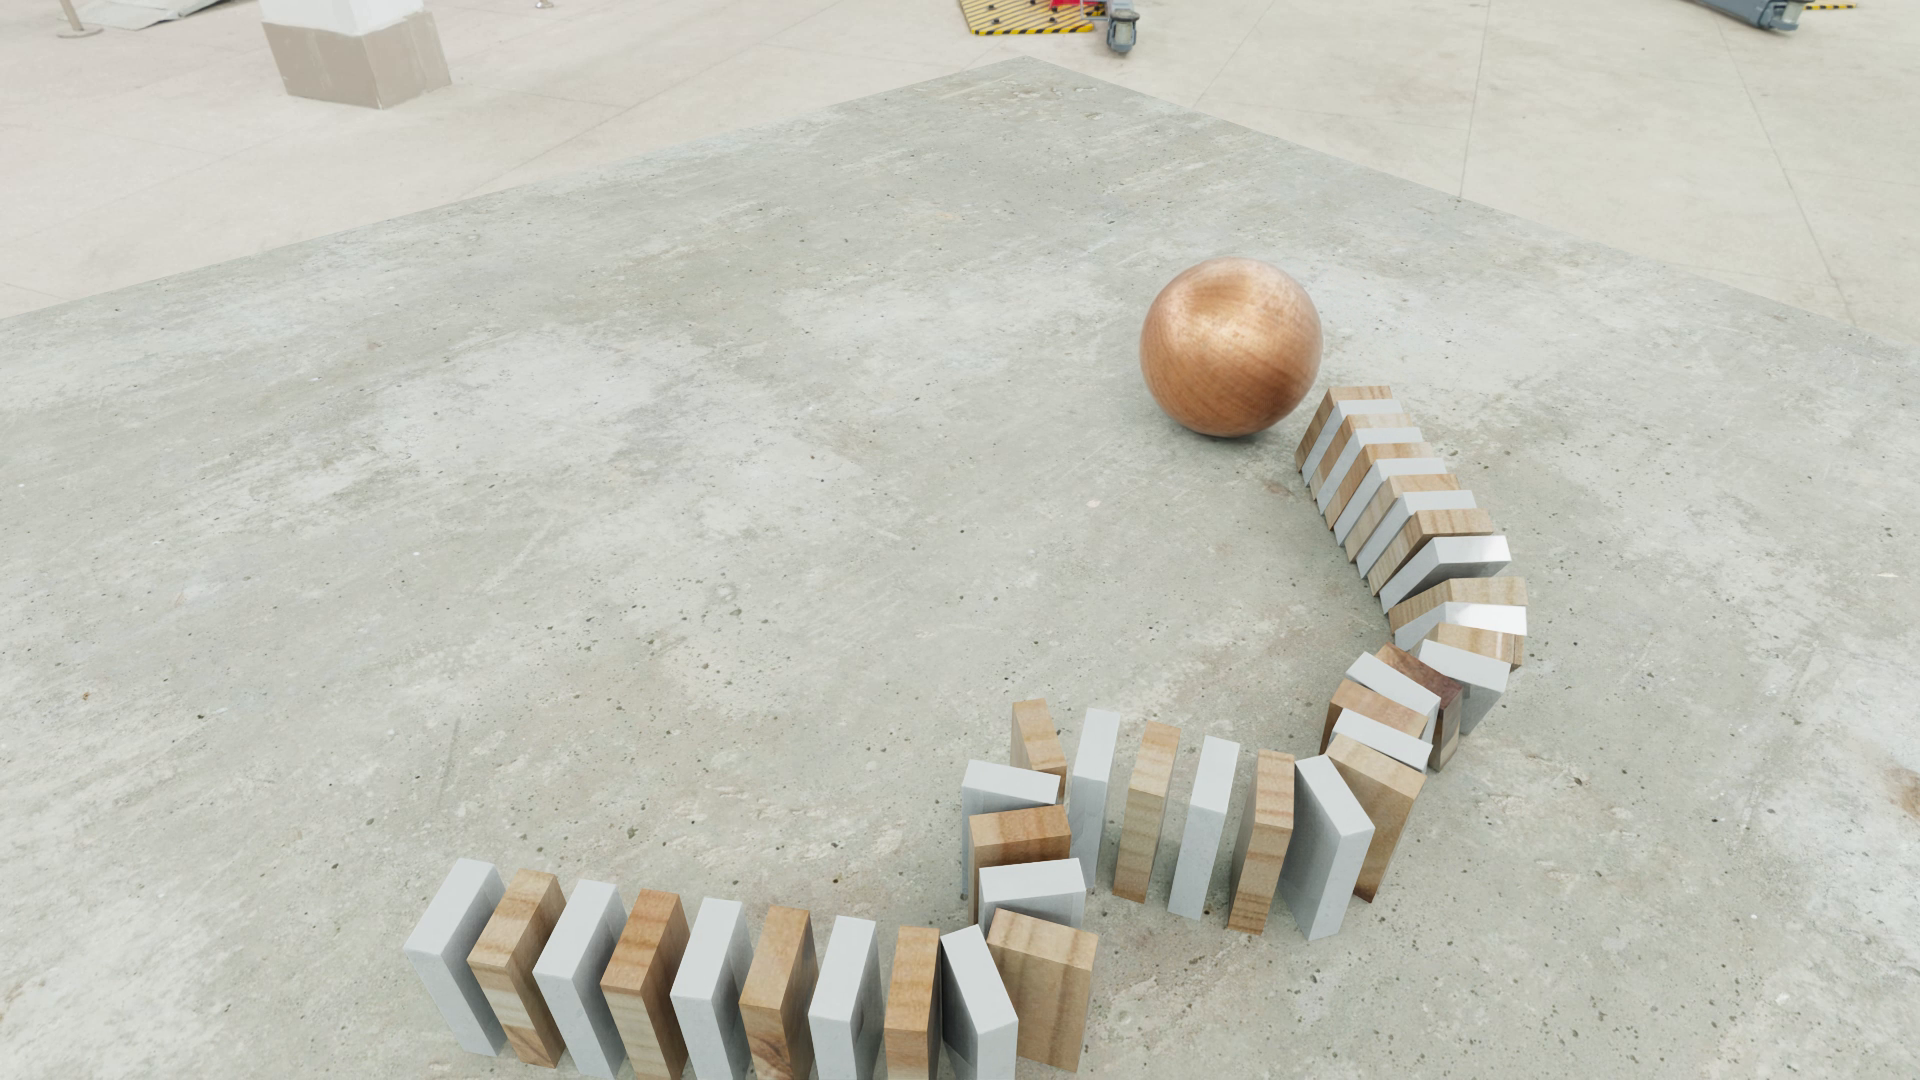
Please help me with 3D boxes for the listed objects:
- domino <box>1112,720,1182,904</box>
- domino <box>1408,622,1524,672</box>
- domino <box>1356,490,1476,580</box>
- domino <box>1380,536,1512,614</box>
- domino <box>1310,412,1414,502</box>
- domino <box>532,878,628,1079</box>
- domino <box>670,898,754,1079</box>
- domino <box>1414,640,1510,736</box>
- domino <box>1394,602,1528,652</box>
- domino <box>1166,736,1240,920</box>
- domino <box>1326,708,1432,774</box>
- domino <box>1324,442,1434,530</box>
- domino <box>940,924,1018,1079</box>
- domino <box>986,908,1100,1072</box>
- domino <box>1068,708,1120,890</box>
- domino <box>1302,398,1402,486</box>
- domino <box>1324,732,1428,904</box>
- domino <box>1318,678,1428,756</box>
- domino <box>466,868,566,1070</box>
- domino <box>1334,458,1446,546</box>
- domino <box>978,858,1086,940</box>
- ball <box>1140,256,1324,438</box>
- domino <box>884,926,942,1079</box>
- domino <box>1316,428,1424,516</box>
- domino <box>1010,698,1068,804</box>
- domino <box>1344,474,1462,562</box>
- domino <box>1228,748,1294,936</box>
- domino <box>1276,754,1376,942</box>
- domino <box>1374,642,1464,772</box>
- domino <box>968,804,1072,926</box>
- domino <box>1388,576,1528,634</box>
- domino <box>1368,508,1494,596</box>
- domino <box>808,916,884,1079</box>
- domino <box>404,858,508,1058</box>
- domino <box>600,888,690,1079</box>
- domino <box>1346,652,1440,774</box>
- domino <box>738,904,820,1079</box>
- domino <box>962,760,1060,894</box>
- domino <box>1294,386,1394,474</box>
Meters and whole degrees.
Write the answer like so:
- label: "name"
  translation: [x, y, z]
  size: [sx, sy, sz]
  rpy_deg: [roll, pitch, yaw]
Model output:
- label: "domino"
  translation: [0.053, 0.079, 0.316]
  size: [0.009, 0.050, 0.025]
  rpy_deg: [13, 41, 15]
- label: "domino"
  translation: [0.165, 0.040, 0.364]
  size: [0.025, 0.050, 0.009]
  rpy_deg: [9, 72, 11]
- label: "domino"
  translation: [0.170, -0.001, 0.413]
  size: [0.025, 0.050, 0.010]
  rpy_deg: [-2, 61, -2]
- label: "domino"
  translation: [0.173, 0.013, 0.396]
  size: [0.025, 0.050, 0.009]
  rpy_deg: [-2, 66, -2]
- label: "domino"
  translation: [0.164, -0.033, 0.452]
  size: [0.025, 0.050, 0.009]
  rpy_deg: [-2, 61, -2]
- label: "domino"
  translation: [-0.091, 0.111, 0.276]
  size: [0.009, 0.050, 0.025]
  rpy_deg: [6, 40, 8]
- label: "domino"
  translation: [-0.059, 0.114, 0.272]
  size: [0.009, 0.050, 0.025]
  rpy_deg: [5, 40, 6]
- label: "domino"
  translation: [0.157, 0.048, 0.354]
  size: [0.025, 0.050, 0.009]
  rpy_deg: [17, 70, 19]
- label: "domino"
  translation: [0.170, 0.032, 0.376]
  size: [0.025, 0.050, 0.009]
  rpy_deg: [3, 75, 4]
- label: "domino"
  translation: [0.069, 0.082, 0.311]
  size: [0.009, 0.050, 0.025]
  rpy_deg: [12, 41, 15]
- label: "domino"
  translation: [0.118, 0.073, 0.322]
  size: [0.025, 0.050, 0.009]
  rpy_deg: [23, 49, 25]
- label: "domino"
  translation: [0.166, -0.021, 0.437]
  size: [0.025, 0.050, 0.009]
  rpy_deg: [-2, 61, -2]
- label: "domino"
  translation: [0.004, 0.119, 0.266]
  size: [0.009, 0.050, 0.025]
  rpy_deg: [-13, 41, -16]
- label: "domino"
  translation: [0.019, 0.113, 0.274]
  size: [0.025, 0.050, 0.010]
  rpy_deg: [11, 41, 13]
- label: "domino"
  translation: [0.038, 0.075, 0.319]
  size: [0.009, 0.050, 0.025]
  rpy_deg: [9, 40, 11]
- label: "domino"
  translation: [0.163, -0.040, 0.460]
  size: [0.025, 0.050, 0.010]
  rpy_deg: [-2, 61, -2]
- label: "domino"
  translation: [0.113, 0.080, 0.314]
  size: [0.025, 0.050, 0.010]
  rpy_deg: [26, 47, 28]
- label: "domino"
  translation: [0.123, 0.064, 0.332]
  size: [0.025, 0.050, 0.009]
  rpy_deg: [26, 59, 28]
- label: "domino"
  translation: [-0.107, 0.109, 0.278]
  size: [0.009, 0.050, 0.025]
  rpy_deg: [7, 40, 8]
- label: "domino"
  translation: [0.167, -0.014, 0.429]
  size: [0.025, 0.050, 0.010]
  rpy_deg: [-2, 61, -2]
- label: "domino"
  translation: [0.018, 0.103, 0.286]
  size: [0.025, 0.050, 0.010]
  rpy_deg: [-4, 40, -5]
- label: "ball"
  translation: [0.121, -0.086, 0.493]
  size: [0.080, 0.080, 0.080]
  rpy_deg: [0, 39, 0]
- label: "domino"
  translation: [-0.011, 0.119, 0.266]
  size: [0.010, 0.050, 0.025]
  rpy_deg: [4, 39, 4]
- label: "domino"
  translation: [0.165, -0.027, 0.444]
  size: [0.025, 0.050, 0.009]
  rpy_deg: [-2, 61, -2]
- label: "domino"
  translation: [0.022, 0.073, 0.322]
  size: [0.010, 0.050, 0.025]
  rpy_deg: [-7, 40, -8]
- label: "domino"
  translation: [0.169, -0.008, 0.421]
  size: [0.025, 0.050, 0.010]
  rpy_deg: [-2, 61, -2]
- label: "domino"
  translation: [0.084, 0.085, 0.308]
  size: [0.010, 0.050, 0.025]
  rpy_deg: [9, 40, 11]
- label: "domino"
  translation: [0.099, 0.086, 0.306]
  size: [0.009, 0.050, 0.025]
  rpy_deg: [-11, 41, -10]
- label: "domino"
  translation: [0.143, 0.053, 0.347]
  size: [0.009, 0.050, 0.025]
  rpy_deg: [-46, 53, -11]
- label: "domino"
  translation: [0.015, 0.093, 0.298]
  size: [0.025, 0.050, 0.009]
  rpy_deg: [-5, 40, -7]
- label: "domino"
  translation: [0.173, 0.024, 0.386]
  size: [0.025, 0.050, 0.009]
  rpy_deg: [-2, 75, -2]
- label: "domino"
  translation: [0.172, 0.005, 0.405]
  size: [0.025, 0.050, 0.009]
  rpy_deg: [-2, 61, -2]
- label: "domino"
  translation: [-0.027, 0.117, 0.268]
  size: [0.009, 0.050, 0.025]
  rpy_deg: [6, 40, 8]
- label: "domino"
  translation: [-0.123, 0.107, 0.281]
  size: [0.009, 0.050, 0.025]
  rpy_deg: [7, 40, 8]
- label: "domino"
  translation: [-0.075, 0.113, 0.274]
  size: [0.009, 0.050, 0.025]
  rpy_deg: [6, 40, 7]
- label: "domino"
  translation: [0.132, 0.058, 0.341]
  size: [0.010, 0.050, 0.025]
  rpy_deg: [-41, 52, -17]
- label: "domino"
  translation: [-0.043, 0.115, 0.270]
  size: [0.009, 0.050, 0.025]
  rpy_deg: [6, 40, 7]
- label: "domino"
  translation: [0.014, 0.084, 0.309]
  size: [0.025, 0.050, 0.009]
  rpy_deg: [9, 40, 10]
- label: "domino"
  translation: [0.163, -0.046, 0.468]
  size: [0.025, 0.050, 0.010]
  rpy_deg: [-2, 61, -2]
